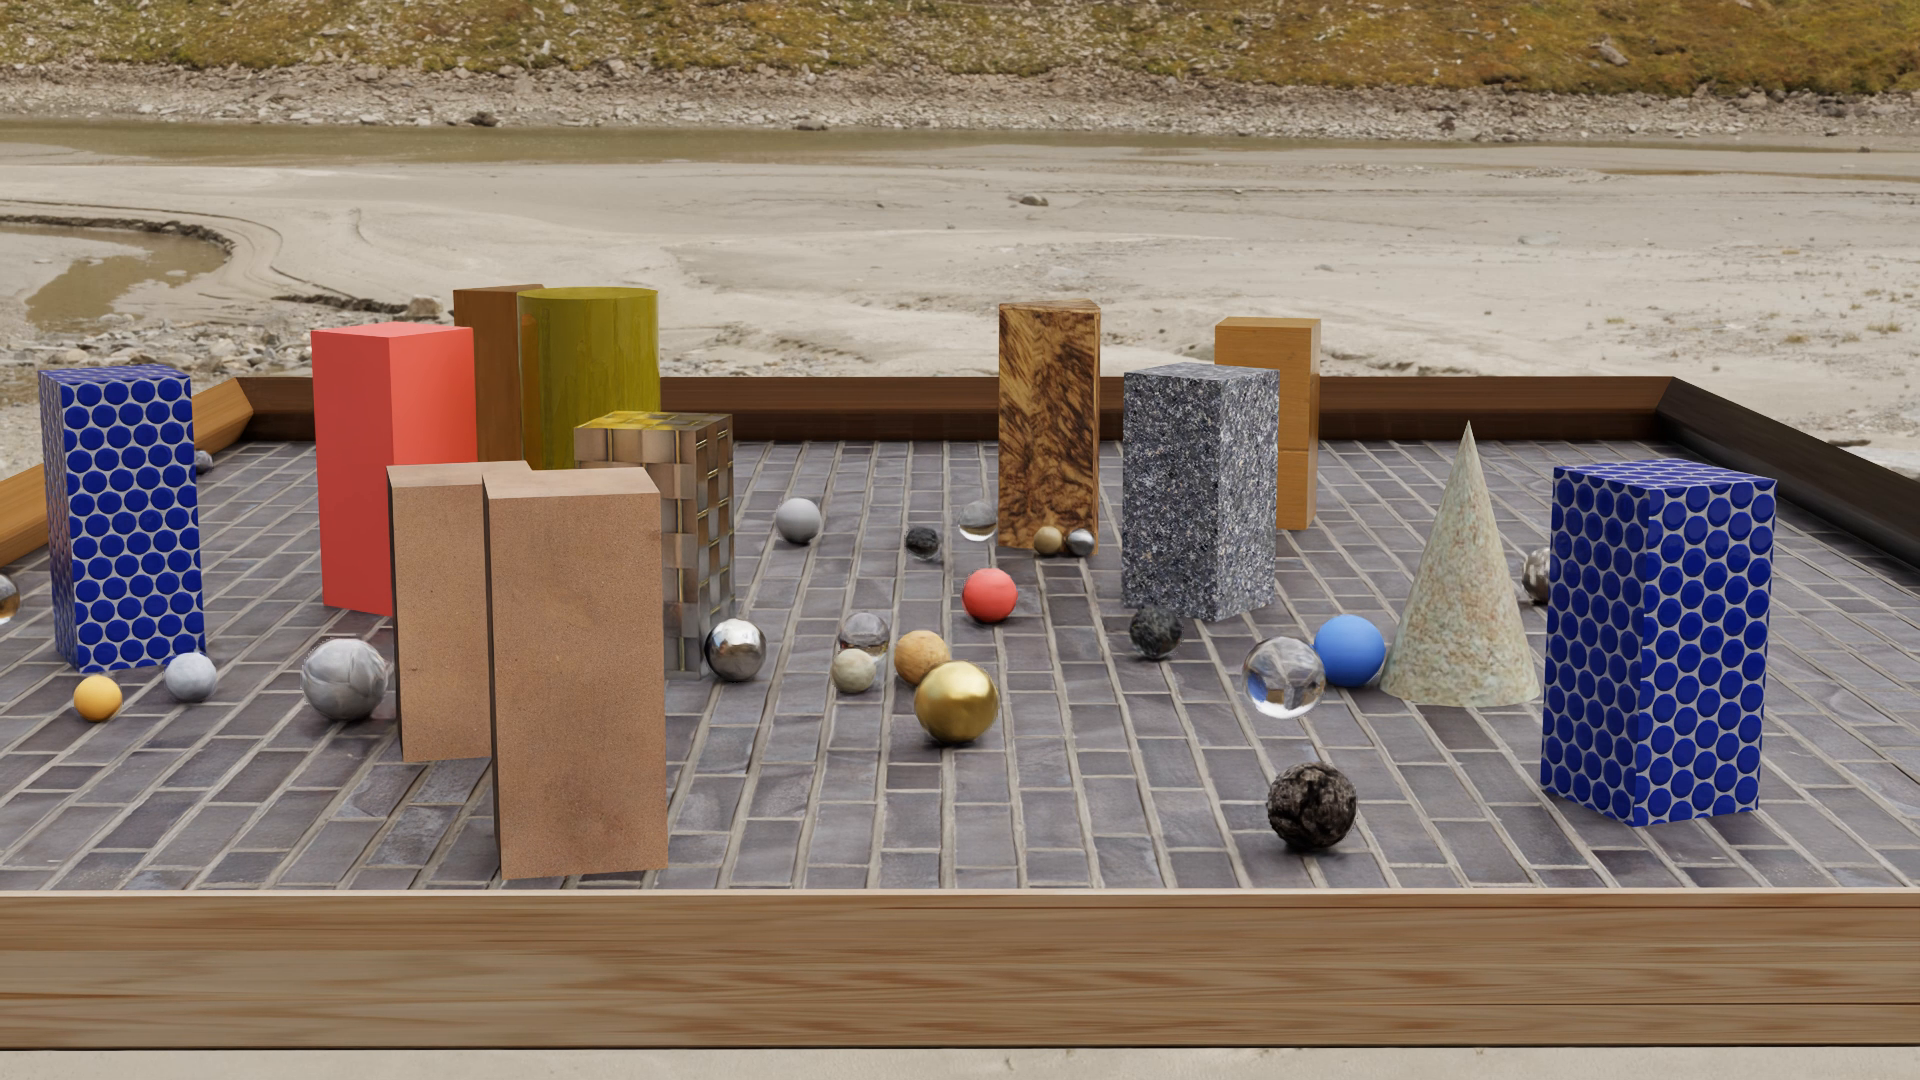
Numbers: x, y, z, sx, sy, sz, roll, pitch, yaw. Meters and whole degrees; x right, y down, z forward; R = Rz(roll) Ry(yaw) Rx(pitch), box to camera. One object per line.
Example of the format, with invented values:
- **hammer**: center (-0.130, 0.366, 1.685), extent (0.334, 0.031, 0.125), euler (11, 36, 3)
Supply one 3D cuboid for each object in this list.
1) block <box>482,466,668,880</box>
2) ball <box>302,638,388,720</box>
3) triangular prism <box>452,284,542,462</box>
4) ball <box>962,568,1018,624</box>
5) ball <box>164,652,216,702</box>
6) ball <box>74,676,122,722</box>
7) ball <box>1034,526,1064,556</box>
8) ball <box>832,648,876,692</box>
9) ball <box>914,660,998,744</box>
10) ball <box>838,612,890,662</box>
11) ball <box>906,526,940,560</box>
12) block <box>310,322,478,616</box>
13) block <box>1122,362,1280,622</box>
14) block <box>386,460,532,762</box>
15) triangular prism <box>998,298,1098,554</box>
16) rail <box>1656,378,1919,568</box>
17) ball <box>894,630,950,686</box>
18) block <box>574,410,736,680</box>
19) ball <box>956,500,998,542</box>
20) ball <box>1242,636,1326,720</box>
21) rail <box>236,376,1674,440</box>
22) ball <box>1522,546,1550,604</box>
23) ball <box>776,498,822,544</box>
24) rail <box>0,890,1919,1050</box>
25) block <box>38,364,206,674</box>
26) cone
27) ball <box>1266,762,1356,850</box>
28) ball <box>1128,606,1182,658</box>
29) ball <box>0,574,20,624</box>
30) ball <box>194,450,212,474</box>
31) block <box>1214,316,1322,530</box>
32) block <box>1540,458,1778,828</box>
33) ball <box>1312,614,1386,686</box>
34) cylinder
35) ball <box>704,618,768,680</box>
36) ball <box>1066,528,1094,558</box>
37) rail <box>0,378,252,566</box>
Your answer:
- **block**: center (-0.356, 0.119, 2.370), extent (0.150, 0.348, 0.150), euler (-2, 11, -12)
- **ball**: center (-0.687, 0.156, 2.868), extent (0.093, 0.093, 0.093), euler (0, 11, 0)
- **triangular prism**: center (-0.701, -0.219, 4.113), extent (0.163, 0.372, 0.141), euler (3, 11, 16)
- **ball**: center (0.039, 0.073, 3.368), extent (0.073, 0.073, 0.073), euler (0, 11, 0)
- **ball**: center (-0.885, 0.158, 2.952), extent (0.058, 0.058, 0.058), euler (0, 11, 0)
- **ball**: center (-0.964, 0.177, 2.868), extent (0.051, 0.051, 0.051), euler (0, 11, 0)
- **ball**: center (0.132, 0.002, 3.822), extent (0.045, 0.045, 0.045), euler (0, 11, 0)
- **ball**: center (-0.124, 0.153, 2.997), extent (0.052, 0.052, 0.052), euler (0, 11, 0)
- **ball**: center (-0.005, 0.175, 2.773), extent (0.090, 0.090, 0.090), euler (0, 11, 0)
- **ball**: center (-0.117, 0.120, 3.138), extent (0.065, 0.065, 0.065), euler (0, 11, 0)
- **ball**: center (-0.055, 0.004, 3.792), extent (0.051, 0.051, 0.051), euler (0, 11, 0)
- **block**: center (-0.760, -0.099, 3.468), extent (0.150, 0.373, 0.150), euler (7, 13, 34)
- **block**: center (0.323, -0.069, 3.453), extent (0.150, 0.319, 0.150), euler (8, 13, 36)
- **block**: center (-0.532, 0.073, 2.764), extent (0.150, 0.293, 0.150), euler (-3, 11, -14)
- **triangular prism**: center (0.162, -0.177, 3.902), extent (0.163, 0.368, 0.141), euler (5, 12, 26)
- **rail**: center (1.374, 0.030, 3.457), extent (0.045, 0.122, 3.141), euler (0, 11, 0)
- **ball**: center (-0.046, 0.139, 3.029), extent (0.066, 0.066, 0.066), euler (0, 11, 0)
- **block**: center (-0.368, 0.004, 3.115), extent (0.150, 0.300, 0.150), euler (2, 11, 11)
- **ball**: center (0.026, -0.029, 3.942), extent (0.063, 0.063, 0.063), euler (0, 11, 0)
- **ball**: center (0.363, 0.154, 2.875), extent (0.094, 0.094, 0.094), euler (0, 11, 0)
- **rail**: center (-0.009, -0.252, 4.970), extent (2.796, 0.122, 0.045), euler (0, 11, 0)
- **ball**: center (0.803, 0.048, 3.491), extent (0.077, 0.077, 0.077), euler (0, 11, 0)
- **ball**: center (-0.247, -0.030, 3.926), extent (0.069, 0.069, 0.069), euler (0, 11, 0)
- **rail**: center (0.009, 0.315, 1.929), extent (2.796, 0.122, 0.045), euler (0, 11, 0)
- **block**: center (-1.033, -0.030, 3.161), extent (0.150, 0.352, 0.150), euler (-6, 12, -29)
- **cone**: center (0.588, 0.017, 2.995), extent (0.188, 0.319, 0.188), euler (0, 11, 0)
- **ball**: center (0.329, 0.249, 2.399), extent (0.083, 0.083, 0.083), euler (0, 11, 0)
- **ball**: center (0.241, 0.113, 3.169), extent (0.066, 0.066, 0.066), euler (0, 11, 0)
- **ball**: center (-1.263, 0.077, 3.349), extent (0.071, 0.071, 0.071), euler (0, 11, 0)
- **ball**: center (-1.358, -0.139, 4.581), extent (0.044, 0.044, 0.044), euler (0, 11, 0)
- **block**: center (0.490, -0.189, 4.098), extent (0.150, 0.319, 0.150), euler (3, 11, 13)
- **block**: center (0.688, 0.097, 2.539), extent (0.150, 0.329, 0.150), euler (-5, 11, -23)
- **ball**: center (0.458, 0.130, 3.025), extent (0.085, 0.085, 0.085), euler (0, 11, 0)
- **cylinder**: center (-0.496, -0.122, 3.460), extent (0.188, 0.422, 0.188), euler (0, 11, 0)
- **ball**: center (-0.267, 0.130, 3.054), extent (0.075, 0.075, 0.075), euler (0, 11, 0)
- **ball**: center (0.179, 0.004, 3.817), extent (0.043, 0.043, 0.043), euler (0, 11, 0)
- **rail**: center (-1.374, 0.033, 3.442), extent (0.045, 0.122, 3.141), euler (0, 11, 0)
